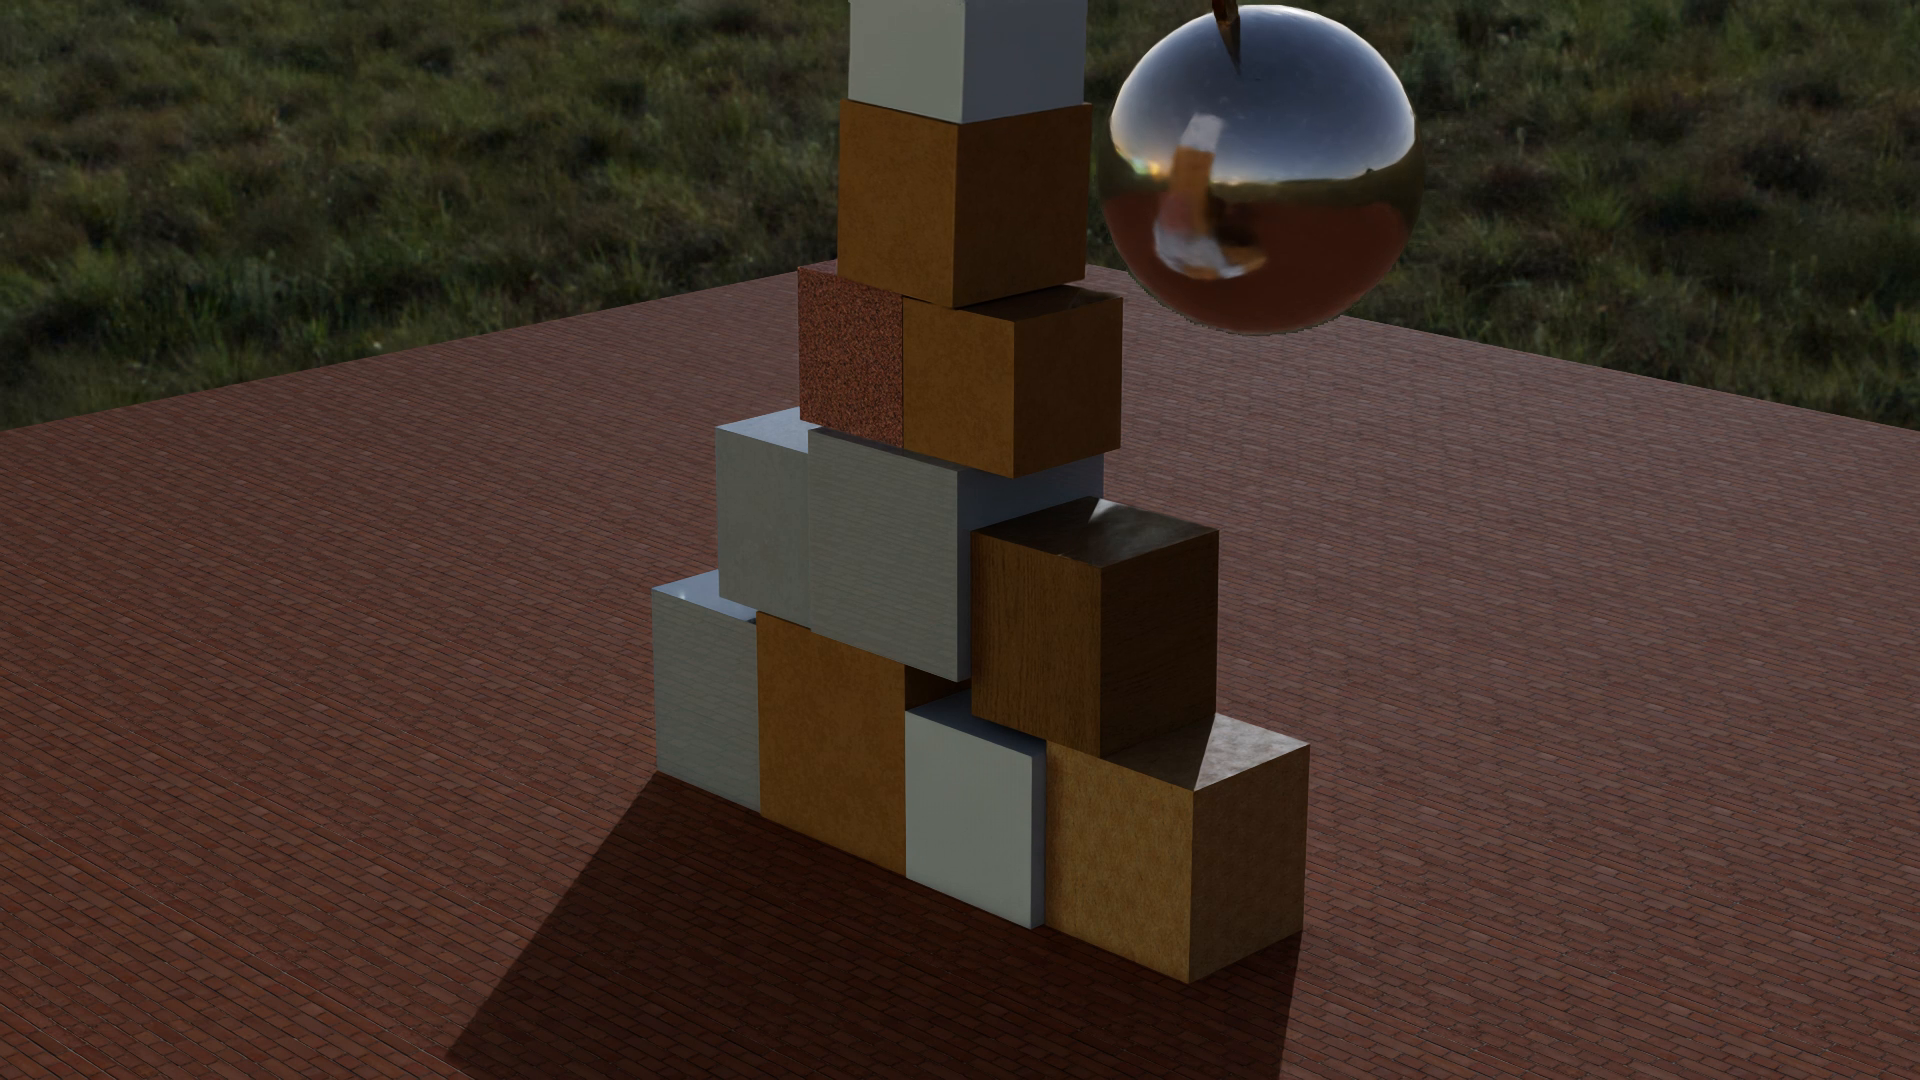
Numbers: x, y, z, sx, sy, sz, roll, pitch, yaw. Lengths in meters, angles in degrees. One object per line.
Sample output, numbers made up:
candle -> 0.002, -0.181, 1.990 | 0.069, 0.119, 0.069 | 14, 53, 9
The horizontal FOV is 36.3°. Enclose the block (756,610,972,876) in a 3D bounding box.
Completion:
block -> -0.284, 0.843, 13.927 | 0.907, 1.040, 1.007 | -17, 24, -42

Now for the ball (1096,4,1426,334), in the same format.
ball -> 1.467, -1.805, 14.312 | 1.600, 1.600, 1.600 | 0, 17, 0

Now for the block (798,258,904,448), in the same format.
block -> -0.231, -0.896, 13.324 | 0.740, 0.713, 0.676 | -17, 24, -42

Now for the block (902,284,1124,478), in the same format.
block -> 0.230, -0.730, 12.845 | 0.682, 0.684, 0.672 | -17, 24, -42

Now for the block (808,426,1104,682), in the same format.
block -> -0.018, -0.035, 13.379 | 0.938, 0.964, 0.955 | -17, 24, -42

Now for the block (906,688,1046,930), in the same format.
block -> 0.353, 1.145, 13.344 | 0.907, 0.815, 0.788 | -17, 24, -42

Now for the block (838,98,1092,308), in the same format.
block -> 0.018, -1.533, 12.853 | 0.830, 0.786, 0.722 | -17, 26, -42

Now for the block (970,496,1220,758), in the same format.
block -> 0.589, 0.364, 12.856 | 0.761, 0.849, 0.768 | -17, 23, -42

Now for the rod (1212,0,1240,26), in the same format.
rod -> 0.636, -4.599, 12.563 | 0.080, 5.200, 0.080 | 17, 44, 42

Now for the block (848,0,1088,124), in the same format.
block -> 0.038, -2.264, 12.594 | 0.745, 0.766, 0.694 | -17, 26, -42

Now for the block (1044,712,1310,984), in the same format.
block -> 0.942, 1.288, 12.788 | 0.769, 0.875, 0.835 | -17, 24, -42

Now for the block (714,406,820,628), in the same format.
block -> -0.625, -0.144, 13.933 | 0.810, 0.840, 0.677 | -17, 24, -42

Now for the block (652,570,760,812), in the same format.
block -> -0.928, 0.688, 14.556 | 0.865, 0.960, 0.799 | -17, 24, -42
